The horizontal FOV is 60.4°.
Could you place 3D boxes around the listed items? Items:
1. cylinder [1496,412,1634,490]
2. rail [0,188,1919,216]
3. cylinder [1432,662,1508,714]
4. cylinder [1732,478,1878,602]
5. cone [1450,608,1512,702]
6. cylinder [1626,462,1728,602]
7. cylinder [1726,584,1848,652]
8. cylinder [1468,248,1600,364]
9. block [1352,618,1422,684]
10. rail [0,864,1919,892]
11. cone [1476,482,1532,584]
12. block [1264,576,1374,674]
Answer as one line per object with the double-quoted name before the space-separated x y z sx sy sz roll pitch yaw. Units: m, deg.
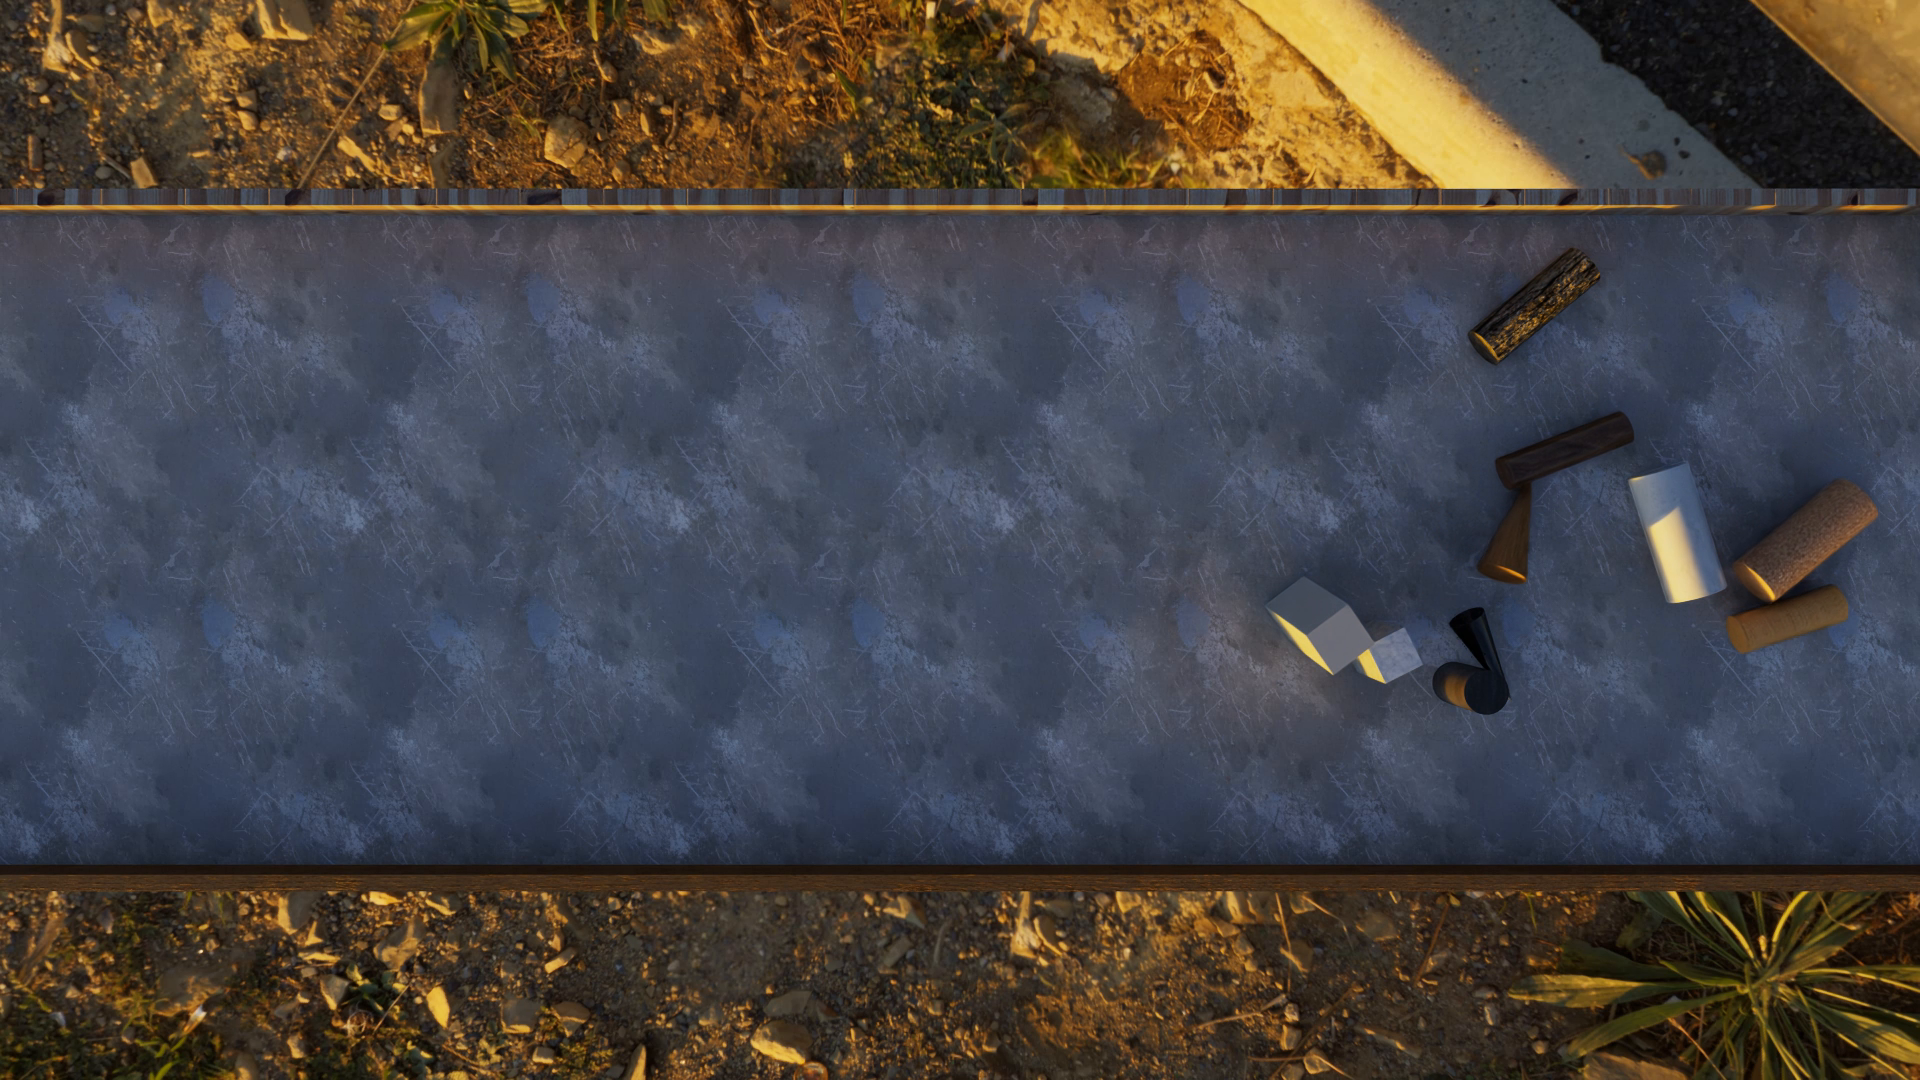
"cylinder" 1.841 -0.272 5.025 0.397 0.104 0.104 -21 90 0
"rail" -2.247 -1.025 5.002 12.000 0.150 0.050 0 90 0
"cylinder" 1.519 0.440 4.917 0.130 0.320 0.130 0 90 0
"cylinder" 2.557 0.001 4.996 0.401 0.161 0.161 -40 90 0
"cone" 1.622 0.369 5.048 0.113 0.113 0.317 -31 100 0
"cylinder" 2.168 -0.024 4.988 0.177 0.177 0.393 -18 90 0
"cylinder" 2.515 0.238 5.018 0.320 0.117 0.117 -17 90 0
"cylinder" 1.743 -0.710 5.011 0.398 0.132 0.132 -40 90 0
"block" 1.251 0.328 4.914 0.122 0.322 0.122 -27 92 0
"rail" -2.247 1.025 5.001 12.000 0.150 0.050 0 90 0
"cone" 1.700 -0.056 5.040 0.150 0.150 0.347 21 78 0
"block" 1.061 0.249 4.885 0.150 0.357 0.150 -37 105 0
